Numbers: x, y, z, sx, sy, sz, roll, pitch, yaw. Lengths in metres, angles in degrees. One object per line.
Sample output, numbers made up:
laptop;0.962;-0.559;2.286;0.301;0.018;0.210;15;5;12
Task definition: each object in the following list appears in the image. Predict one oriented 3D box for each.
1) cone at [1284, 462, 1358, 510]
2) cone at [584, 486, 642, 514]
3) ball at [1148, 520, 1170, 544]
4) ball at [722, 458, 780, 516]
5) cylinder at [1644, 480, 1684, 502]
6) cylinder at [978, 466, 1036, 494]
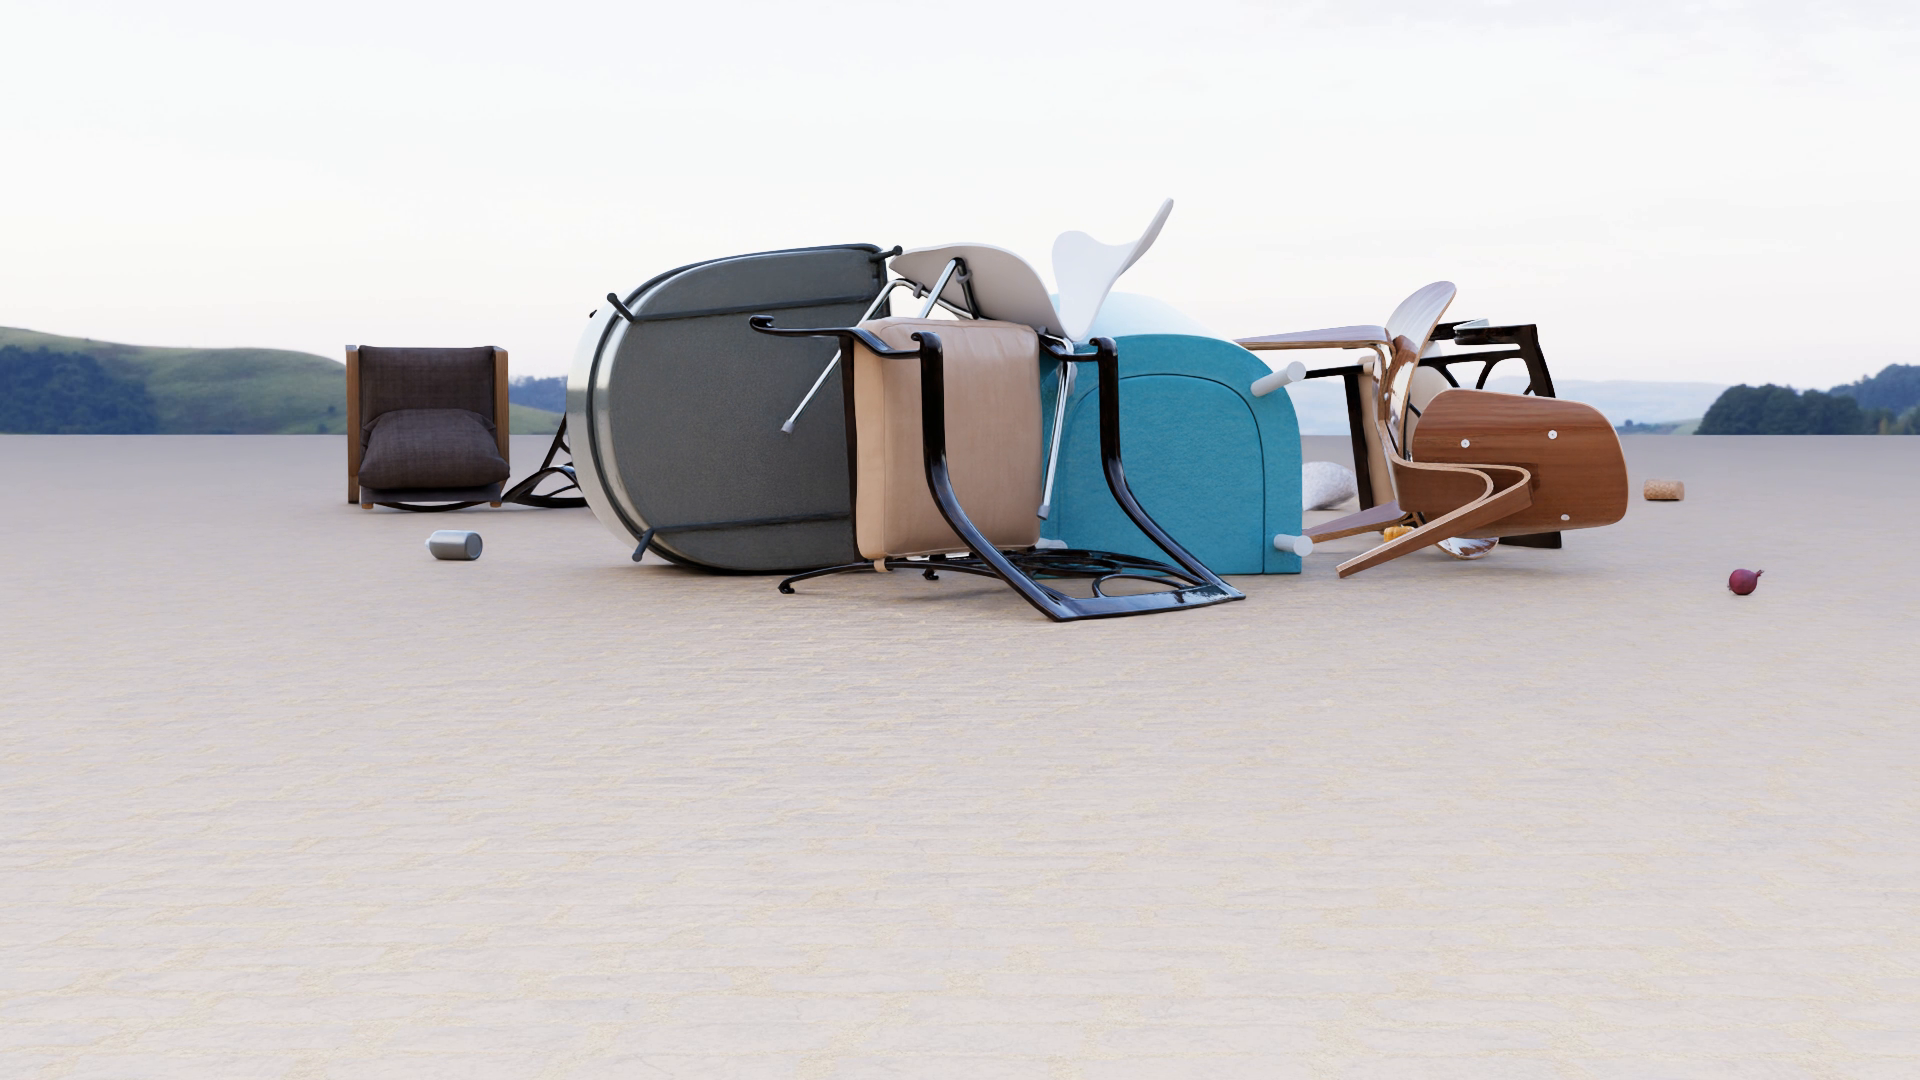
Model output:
cone;1.313;-0.157;8.180;0.299;0.197;0.187;-6;28;35
cone;-1.256;-0.120;7.925;0.208;0.115;0.111;-3;-23;-18
ball;0.581;-0.024;6.411;0.066;0.066;0.066;0;4;0
ball;-0.742;-0.188;7.798;0.204;0.204;0.204;0;4;0
cylinder;2.827;-0.199;8.828;0.128;0.083;0.149;2;-2;32
cylinder;0.200;-0.253;9.403;0.246;0.110;0.103;-14;12;-38
